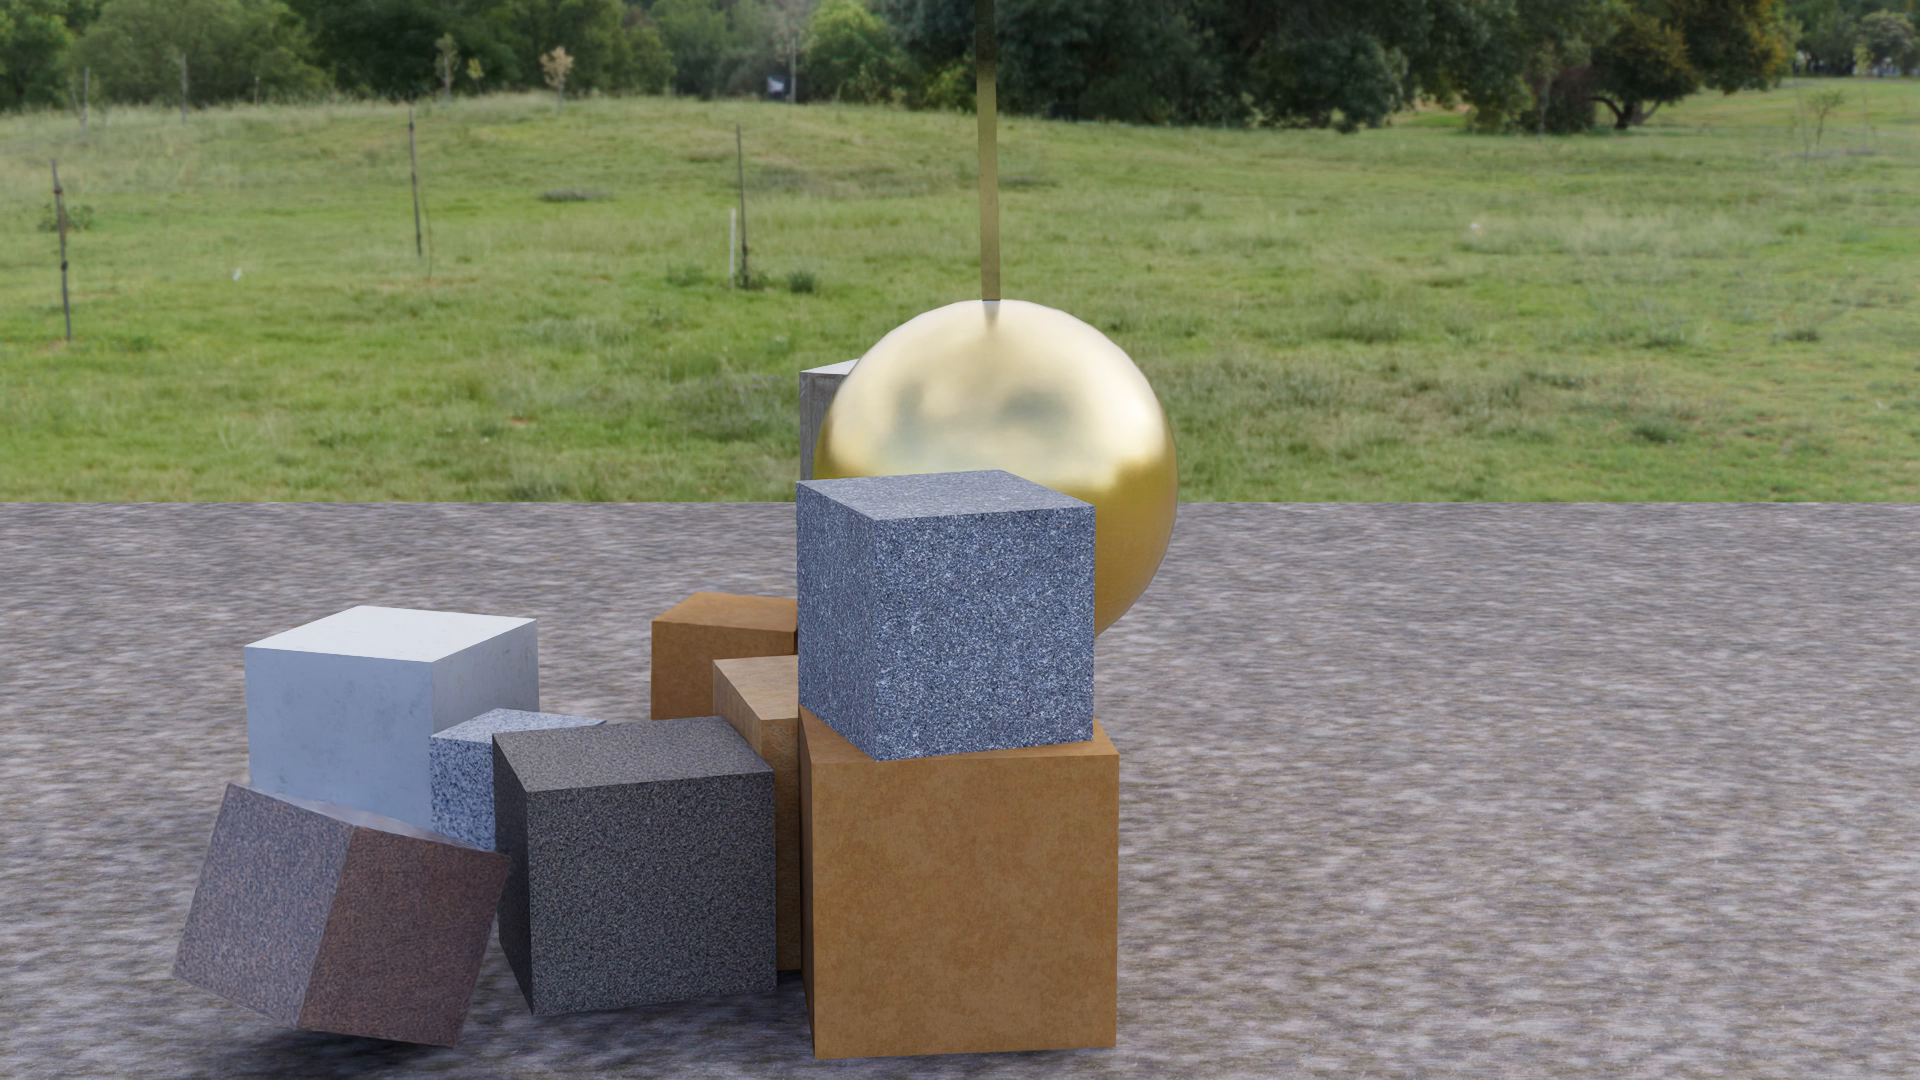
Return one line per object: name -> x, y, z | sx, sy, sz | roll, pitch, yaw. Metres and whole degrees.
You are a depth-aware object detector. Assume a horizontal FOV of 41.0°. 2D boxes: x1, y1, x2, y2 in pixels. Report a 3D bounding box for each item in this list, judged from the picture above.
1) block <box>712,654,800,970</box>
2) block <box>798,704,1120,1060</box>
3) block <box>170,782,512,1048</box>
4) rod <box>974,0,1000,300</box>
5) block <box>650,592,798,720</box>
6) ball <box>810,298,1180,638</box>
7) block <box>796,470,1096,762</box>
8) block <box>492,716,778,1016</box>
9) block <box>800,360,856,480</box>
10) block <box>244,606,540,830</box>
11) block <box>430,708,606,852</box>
block -> -0.482, 1.091, 10.694 | 0.902, 1.027, 1.077 | -3, 11, -15
block -> -0.031, 1.235, 9.688 | 1.102, 1.103, 0.961 | -1, 10, -6
block -> -2.247, 1.367, 9.343 | 0.740, 0.715, 0.755 | 10, -8, 38
rod -> 0.067, -3.591, 10.527 | 0.080, 5.200, 0.080 | -1, 10, 0
block -> -1.093, 0.768, 12.926 | 0.725, 0.840, 0.739 | 4, 11, 12
ball -> 0.154, -0.247, 11.135 | 1.600, 1.600, 1.600 | 0, 10, 0
block -> -0.069, 0.254, 9.576 | 0.838, 0.869, 0.926 | -4, 11, -20
block -> -1.300, 1.263, 10.165 | 0.946, 0.877, 0.908 | -3, 11, -18
block -> -0.115, -0.414, 12.795 | 1.000, 0.912, 1.016 | 5, 11, 24
block -> -2.702, 0.872, 12.320 | 0.997, 0.877, 0.988 | 4, 11, 19
block -> -1.981, 1.144, 11.569 | 0.575, 0.610, 0.560 | 4, 11, 22
